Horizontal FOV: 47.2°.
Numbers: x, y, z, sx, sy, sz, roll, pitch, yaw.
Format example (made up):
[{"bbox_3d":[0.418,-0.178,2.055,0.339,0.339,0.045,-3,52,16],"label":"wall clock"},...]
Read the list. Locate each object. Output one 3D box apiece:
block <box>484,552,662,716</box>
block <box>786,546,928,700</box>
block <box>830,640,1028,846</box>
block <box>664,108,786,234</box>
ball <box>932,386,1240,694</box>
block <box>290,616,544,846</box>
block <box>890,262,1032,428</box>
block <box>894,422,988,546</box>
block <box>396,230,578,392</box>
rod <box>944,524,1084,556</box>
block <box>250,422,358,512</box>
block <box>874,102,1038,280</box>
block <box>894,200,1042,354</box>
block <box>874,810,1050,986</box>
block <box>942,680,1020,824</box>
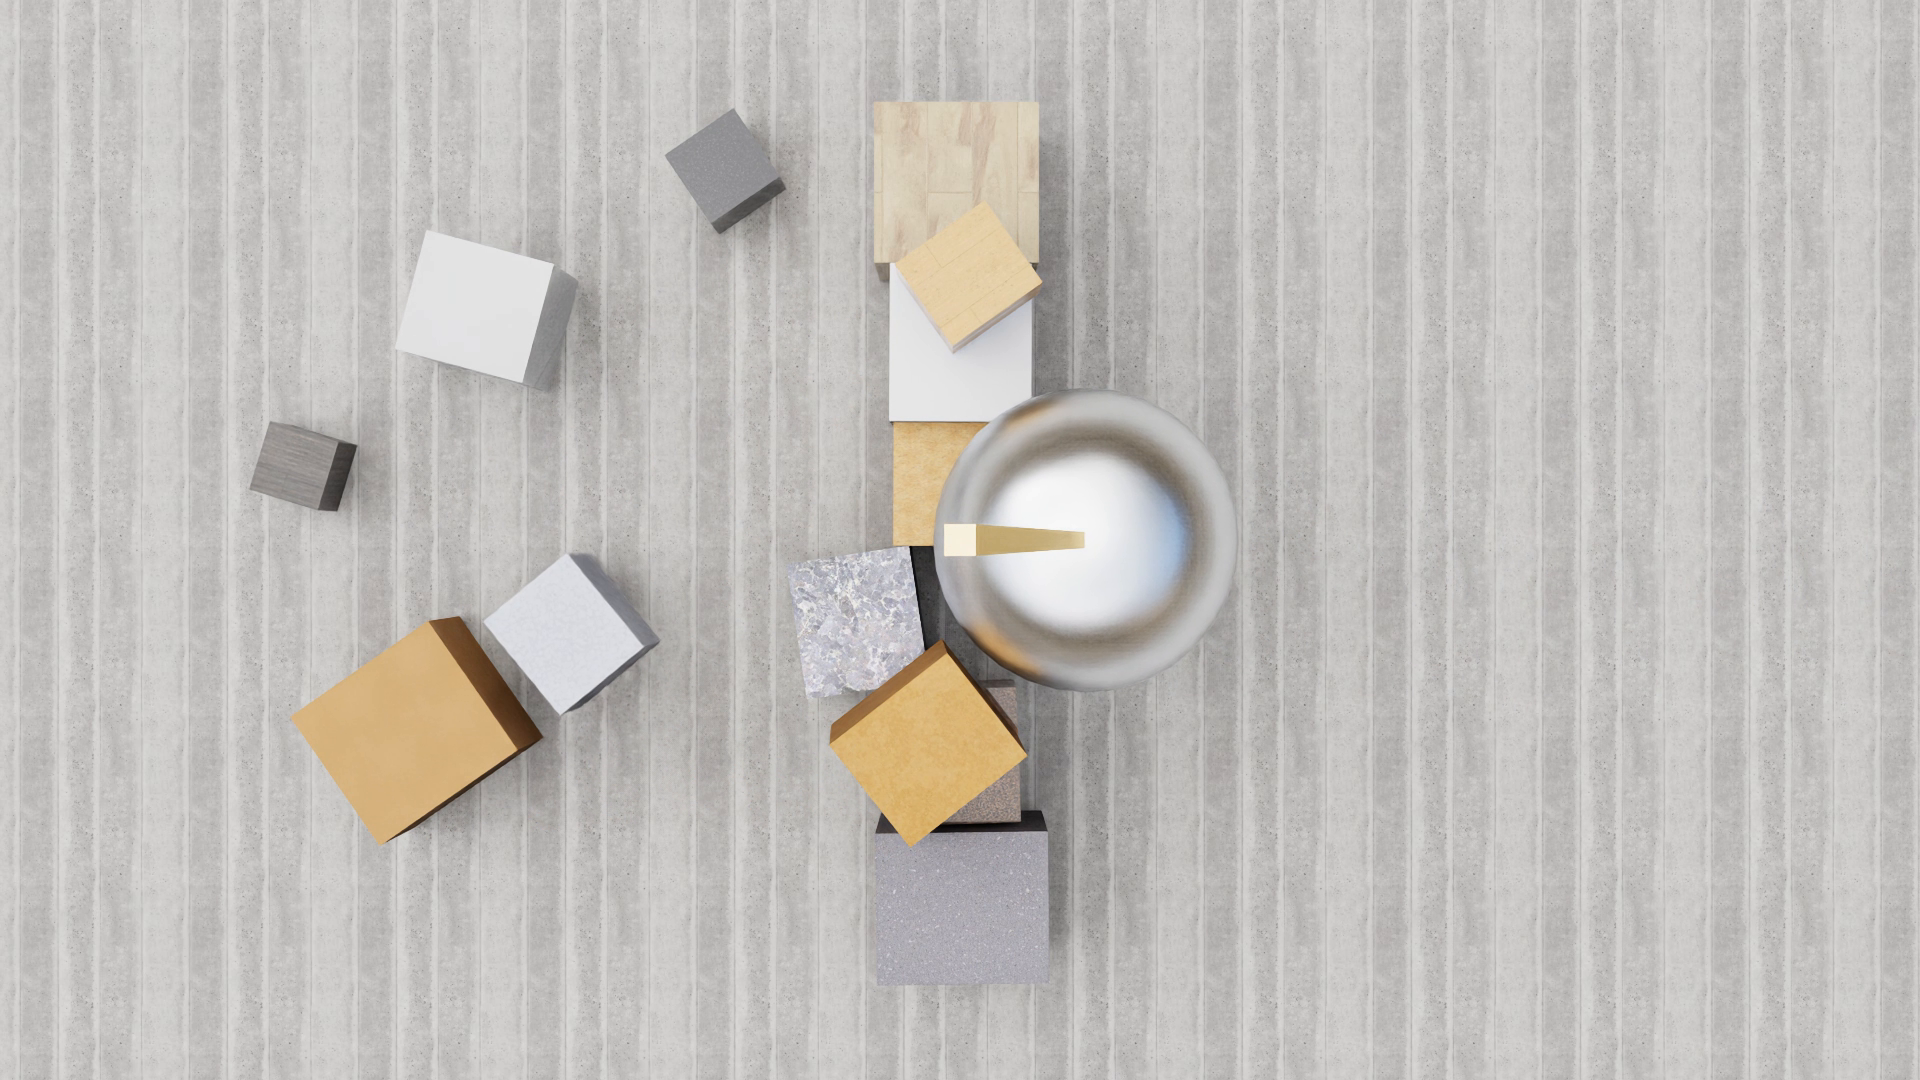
[{"bbox_3d":[-2.215,0.527,12.641,0.604,0.717,0.679,-39,90,0],"label":"block"},{"bbox_3d":[-0.569,0.459,12.626,0.690,0.748,0.761,-9,90,0],"label":"block"},{"bbox_3d":[-0.181,1.081,11.891,0.782,0.753,0.690,-38,94,0],"label":"block"},{"bbox_3d":[-1.357,-2.135,12.771,0.480,0.459,0.472,-34,90,0],"label":"block"},{"bbox_3d":[0.656,0.000,11.524,1.600,1.600,1.600,0,90,0],"label":"ball"},{"bbox_3d":[-3.093,1.076,12.614,0.934,0.772,0.875,-35,90,0],"label":"block"},{"bbox_3d":[0.003,-1.090,12.560,0.782,0.880,0.871,0,90,0],"label":"block"},{"bbox_3d":[-0.003,-0.311,12.635,0.737,0.731,0.685,0,90,0],"label":"block"},{"bbox_3d":[-2.692,-1.295,12.593,0.730,0.813,0.682,15,90,0],"label":"block"},{"bbox_3d":[0.284,0.000,8.145,0.080,5.200,0.080,0,90,6],"label":"rod"},{"bbox_3d":[-3.817,-0.425,12.800,0.412,0.401,0.411,17,90,0],"label":"block"},{"bbox_3d":[-0.020,-1.979,12.580,0.909,0.840,0.890,0,90,0],"label":"block"},{"bbox_3d":[0.046,-1.406,11.850,0.581,0.542,0.528,-35,90,0],"label":"block"},{"bbox_3d":[0.013,2.022,12.530,0.949,0.940,0.834,-1,90,0],"label":"block"},{"bbox_3d":[-0.016,1.211,12.646,0.690,0.709,0.756,-2,90,0],"label":"block"}]
